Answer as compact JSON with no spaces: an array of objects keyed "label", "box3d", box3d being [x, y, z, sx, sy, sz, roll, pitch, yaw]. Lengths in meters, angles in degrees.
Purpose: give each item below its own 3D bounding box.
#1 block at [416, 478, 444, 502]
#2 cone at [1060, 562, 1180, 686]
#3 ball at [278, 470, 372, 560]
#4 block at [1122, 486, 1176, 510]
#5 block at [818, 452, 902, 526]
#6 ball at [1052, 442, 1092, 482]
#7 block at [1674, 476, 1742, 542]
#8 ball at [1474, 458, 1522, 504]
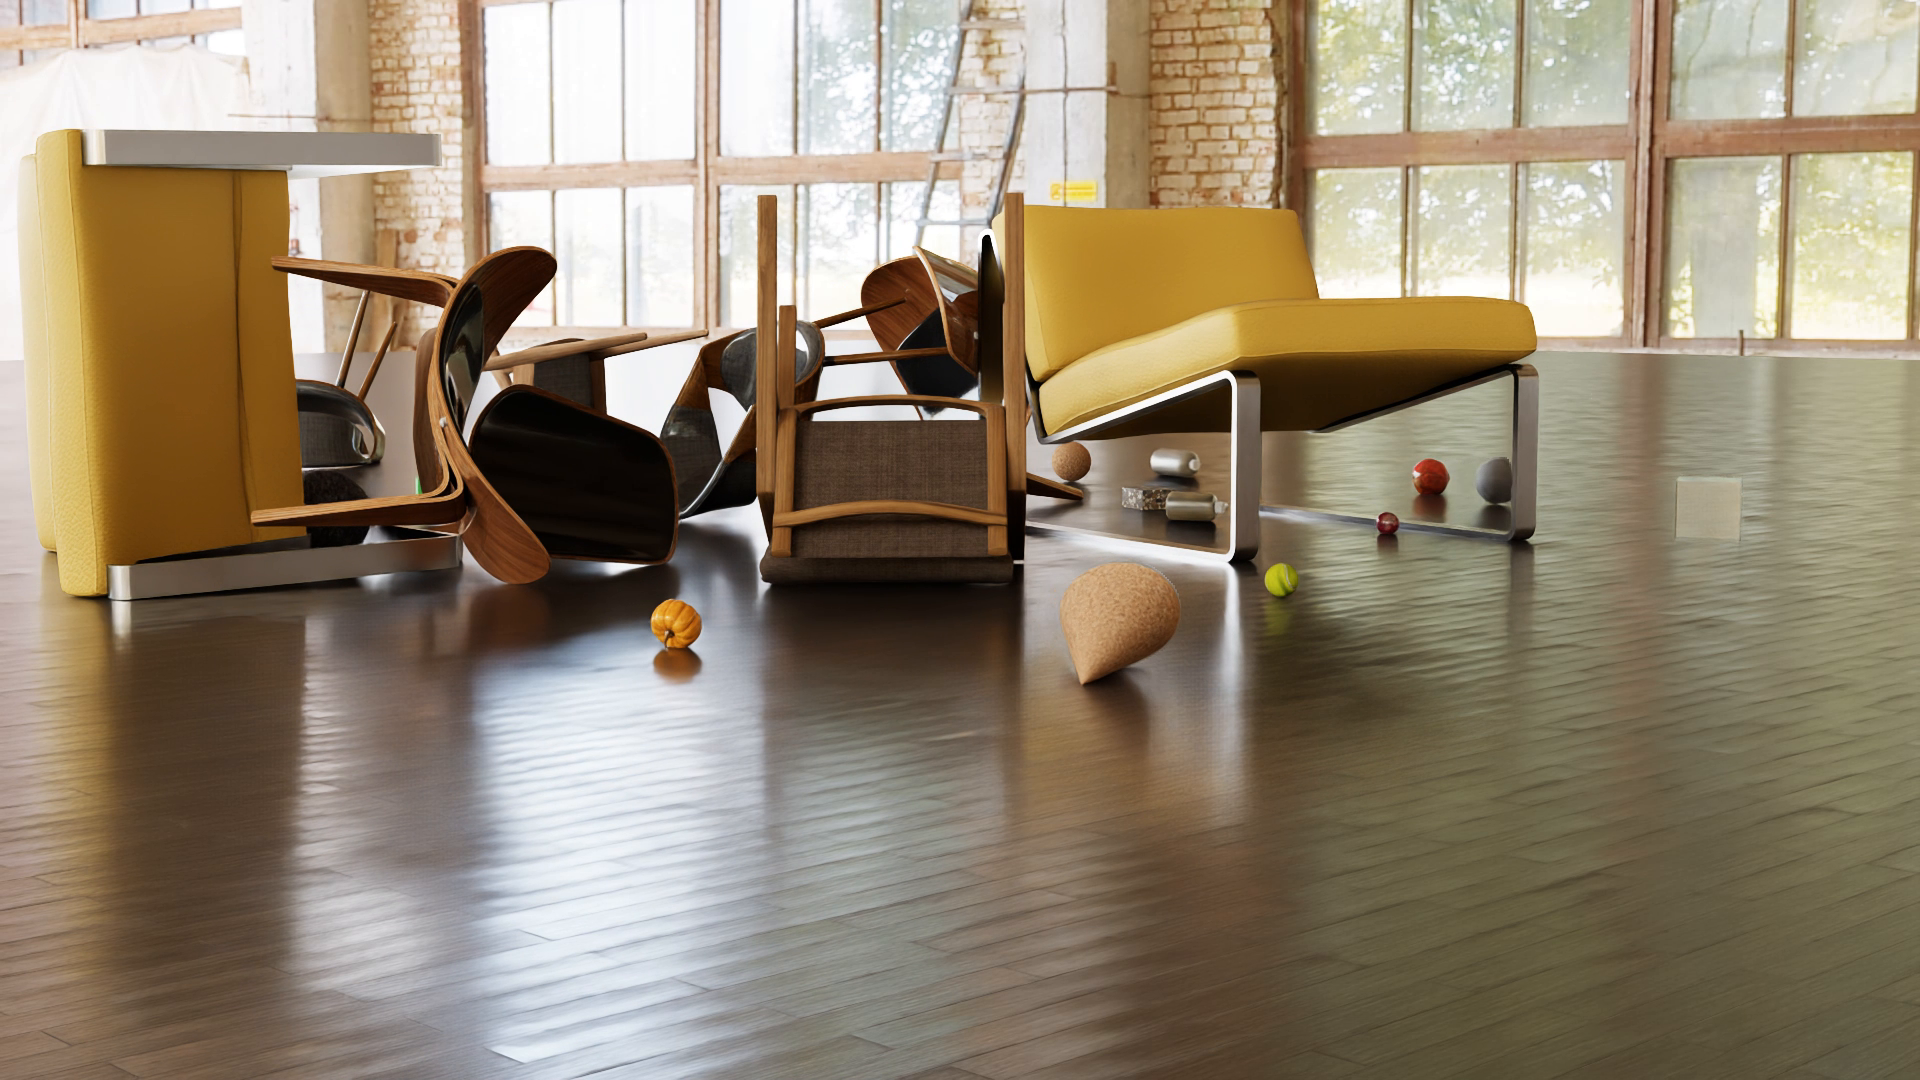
[{"label":"block","box3d":[-1.550,-0.147,7.507,0.077,0.068,0.039,-2,6,-21]},{"label":"cone","box3d":[0.232,0.179,4.230,0.223,0.185,0.236,-32,14,31]},{"label":"ball","box3d":[-1.470,-0.056,5.941,0.209,0.209,0.209,0,6,0]},{"label":"block","box3d":[0.538,-0.120,7.312,0.107,0.055,0.121,-3,6,-24]},{"label":"block","box3d":[-0.263,-0.135,6.844,0.219,0.180,0.204,0,6,-1]},{"label":"ball","box3d":[0.358,-0.252,8.236,0.128,0.128,0.128,0,6,0]},{"label":"block","box3d":[1.878,-0.077,6.437,0.155,0.149,0.158,2,6,18]},{"label":"ball","box3d":[1.554,-0.169,7.412,0.131,0.131,0.131,0,6,0]}]
